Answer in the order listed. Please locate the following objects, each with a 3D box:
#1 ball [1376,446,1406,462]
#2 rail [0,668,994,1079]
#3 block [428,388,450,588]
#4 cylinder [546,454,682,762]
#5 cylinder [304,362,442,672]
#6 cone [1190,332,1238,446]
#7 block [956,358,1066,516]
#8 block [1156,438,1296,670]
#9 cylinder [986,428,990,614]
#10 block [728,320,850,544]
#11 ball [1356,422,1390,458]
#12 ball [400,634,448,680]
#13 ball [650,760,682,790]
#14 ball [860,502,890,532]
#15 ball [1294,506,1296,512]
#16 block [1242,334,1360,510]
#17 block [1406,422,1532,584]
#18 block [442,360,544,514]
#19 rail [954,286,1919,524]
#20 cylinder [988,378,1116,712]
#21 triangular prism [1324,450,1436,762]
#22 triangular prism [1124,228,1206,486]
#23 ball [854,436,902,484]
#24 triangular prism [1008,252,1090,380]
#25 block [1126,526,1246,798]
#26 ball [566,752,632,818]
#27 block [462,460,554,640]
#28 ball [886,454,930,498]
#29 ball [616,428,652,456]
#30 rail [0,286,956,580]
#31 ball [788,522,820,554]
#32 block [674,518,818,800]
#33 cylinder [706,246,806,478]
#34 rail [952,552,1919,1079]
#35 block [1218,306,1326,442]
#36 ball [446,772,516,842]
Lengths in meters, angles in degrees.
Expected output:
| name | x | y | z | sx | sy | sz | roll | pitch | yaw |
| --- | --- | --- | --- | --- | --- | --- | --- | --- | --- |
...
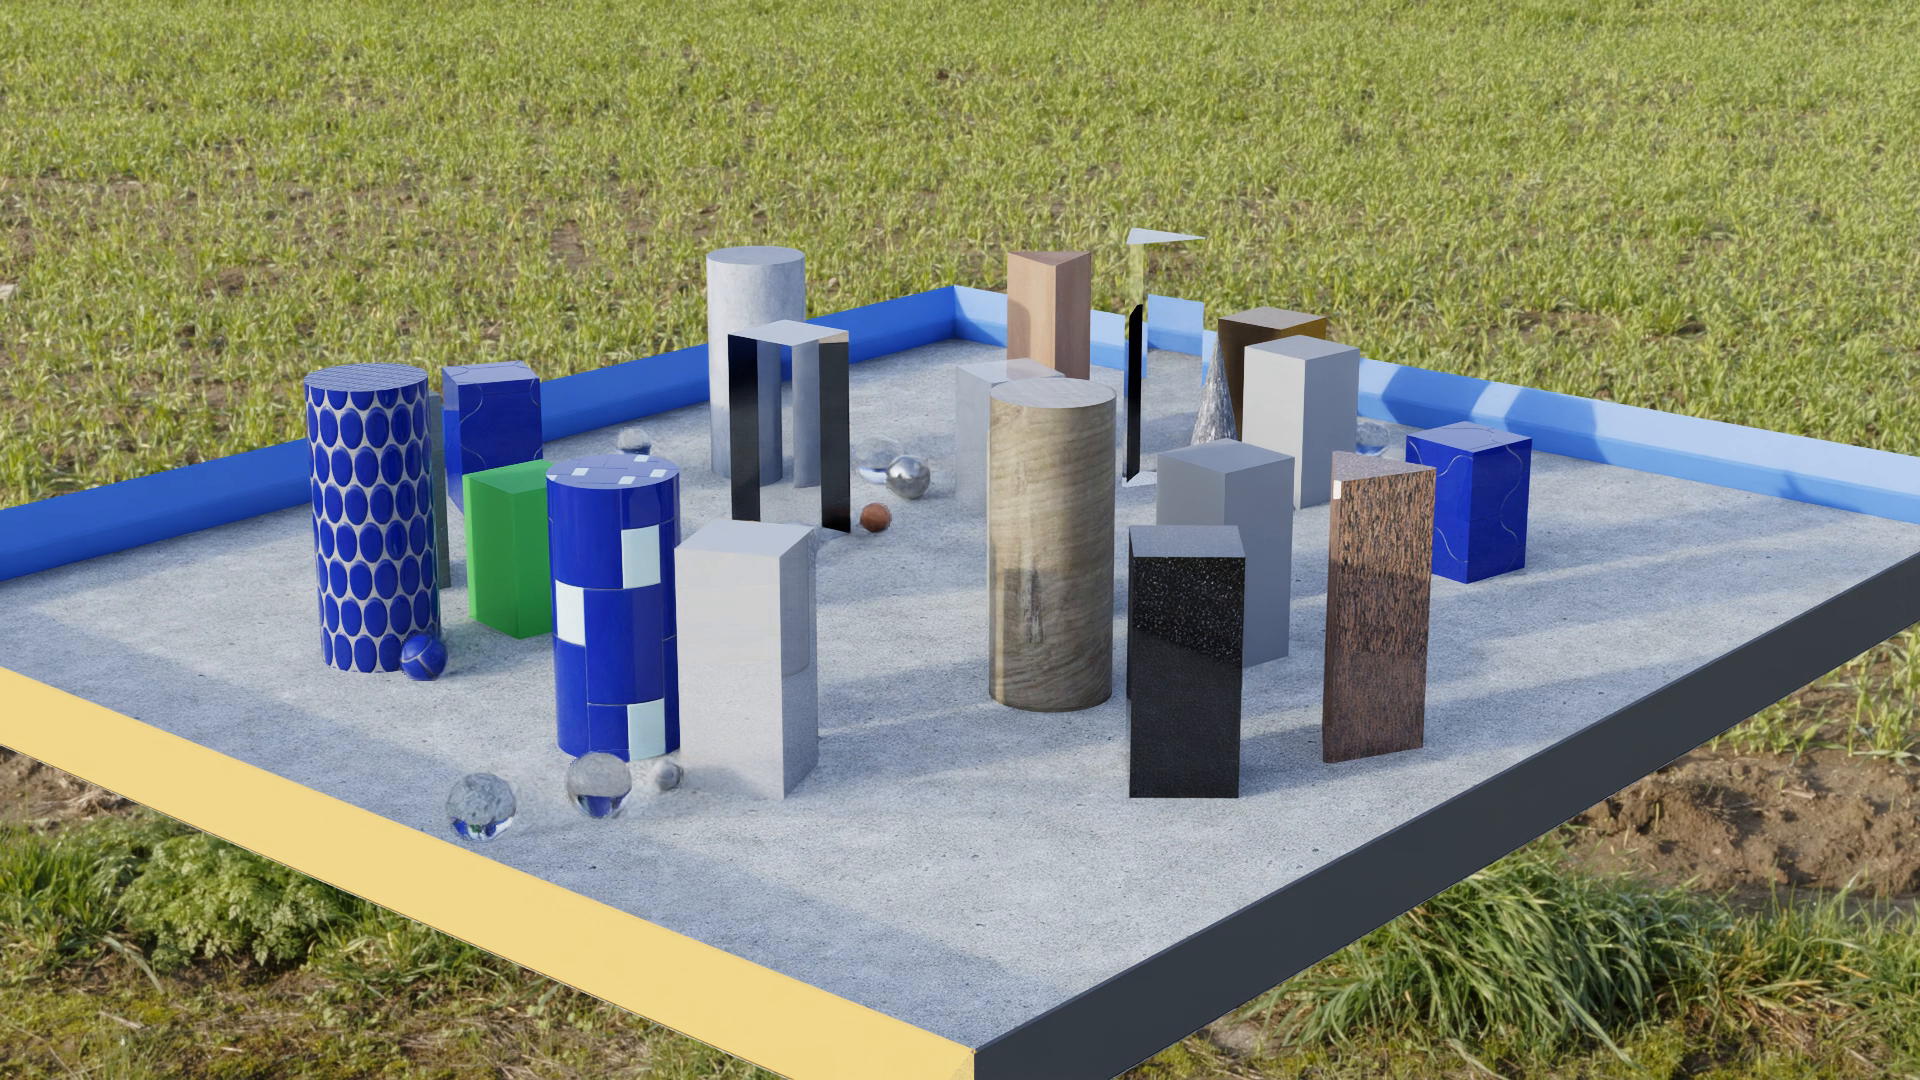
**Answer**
| name | x | y | z | sx | sy | sz | roll | pitch | yaw |
| --- | --- | --- | --- | --- | --- | --- | --- | --- | --- |
| ball | 0.854 | -0.134 | 5.724 | 0.097 | 0.097 | 0.097 | 0 | 17 | 0 |
| rail | -0.977 | 0.357 | 4.043 | 2.669 | 0.127 | 0.045 | 14 | 22 | 39 |
| block | -1.006 | -0.091 | 5.145 | 0.157 | 0.349 | 0.157 | -11 | 20 | -31 |
| cylinder | -0.513 | 0.100 | 4.388 | 0.196 | 0.421 | 0.196 | 0 | 17 | 0 |
| cylinder | -0.952 | -0.037 | 4.763 | 0.196 | 0.468 | 0.196 | 0 | 17 | 0 |
| cone | 0.439 | -0.133 | 5.067 | 0.196 | 0.476 | 0.196 | 0 | 17 | 0 |
| block | 0.095 | -0.198 | 5.645 | 0.157 | 0.265 | 0.157 | -8 | 18 | -25 |
| block | 0.429 | 0.025 | 4.780 | 0.157 | 0.339 | 0.157 | -13 | 21 | -37 |
| cylinder | 0.143 | -0.031 | 5.009 | 0.196 | 0.315 | 0.196 | 0 | 17 | 0 |
| block | -0.314 | -0.194 | 5.421 | 0.157 | 0.388 | 0.157 | 13 | 21 | 37 |
| ball | 0.838 | -0.203 | 5.986 | 0.078 | 0.078 | 0.078 | 0 | 17 | 0 |
| ball | -0.859 | 0.187 | 4.700 | 0.075 | 0.075 | 0.075 | 0 | 17 | 0 |
| ball | -0.426 | 0.340 | 4.247 | 0.044 | 0.044 | 0.044 | 0 | 17 | 0 |
| ball | -0.160 | -0.042 | 5.492 | 0.055 | 0.055 | 0.055 | 0 | 17 | 0 |
| ball | 0.617 | -0.060 | 5.576 | 0.042 | 0.042 | 0.042 | 0 | 17 | 0 |
| block | 0.662 | -0.232 | 5.708 | 0.157 | 0.294 | 0.157 | -14 | 22 | -39 |
| block | 0.908 | -0.069 | 5.261 | 0.157 | 0.241 | 0.157 | -13 | 21 | -37 |
| block | -0.900 | -0.197 | 5.656 | 0.157 | 0.258 | 0.157 | -6 | 18 | -20 |
| rail | 0.977 | -0.293 | 6.197 | 2.669 | 0.127 | 0.045 | 14 | 22 | 39 |
| cylinder | 0.143 | 0.007 | 4.582 | 0.196 | 0.488 | 0.196 | 0 | 17 | 0 |
| triangular prism | 0.591 | 0.094 | 4.386 | 0.170 | 0.435 | 0.147 | -7 | 18 | -23 |
| triangular prism | 0.373 | -0.367 | 5.825 | 0.170 | 0.486 | 0.147 | -7 | 18 | -22 |
| ball | -0.162 | -0.159 | 5.807 | 0.098 | 0.098 | 0.098 | 0 | 17 | 0 |
| triangular prism | 0.206 | -0.393 | 6.062 | 0.147 | 0.398 | 0.170 | -10 | 19 | -30 |
| block | 0.323 | 0.175 | 4.240 | 0.157 | 0.363 | 0.157 | 0 | 17 | 1 |
| ball | -0.509 | 0.346 | 4.142 | 0.093 | 0.093 | 0.093 | 0 | 17 | 0 |
| block | -0.728 | 0.014 | 4.966 | 0.157 | 0.253 | 0.157 | -14 | 22 | -39 |
| ball | -0.101 | -0.124 | 5.710 | 0.087 | 0.087 | 0.087 | 0 | 17 | 0 |
| ball | -0.664 | -0.193 | 5.968 | 0.071 | 0.071 | 0.071 | 0 | 17 | 0 |
| rail | -0.990 | -0.216 | 5.943 | 0.045 | 0.127 | 3.028 | 14 | 22 | 39 |
| ball | -0.293 | 0.006 | 5.293 | 0.080 | 0.080 | 0.080 | 0 | 17 | 0 |
| block | -0.307 | 0.171 | 4.250 | 0.157 | 0.365 | 0.157 | 5 | 17 | 15 |
| cylinder | -0.405 | -0.354 | 5.868 | 0.196 | 0.437 | 0.196 | 0 | 17 | 0 |
| rail | 0.990 | 0.280 | 4.297 | 0.045 | 0.127 | 3.028 | 14 | 22 | 39 |
| block | 0.632 | -0.312 | 5.981 | 0.157 | 0.290 | 0.157 | 15 | 22 | 40 |
| ball | -0.662 | 0.370 | 4.058 | 0.096 | 0.096 | 0.096 | 0 | 17 | 0 |
